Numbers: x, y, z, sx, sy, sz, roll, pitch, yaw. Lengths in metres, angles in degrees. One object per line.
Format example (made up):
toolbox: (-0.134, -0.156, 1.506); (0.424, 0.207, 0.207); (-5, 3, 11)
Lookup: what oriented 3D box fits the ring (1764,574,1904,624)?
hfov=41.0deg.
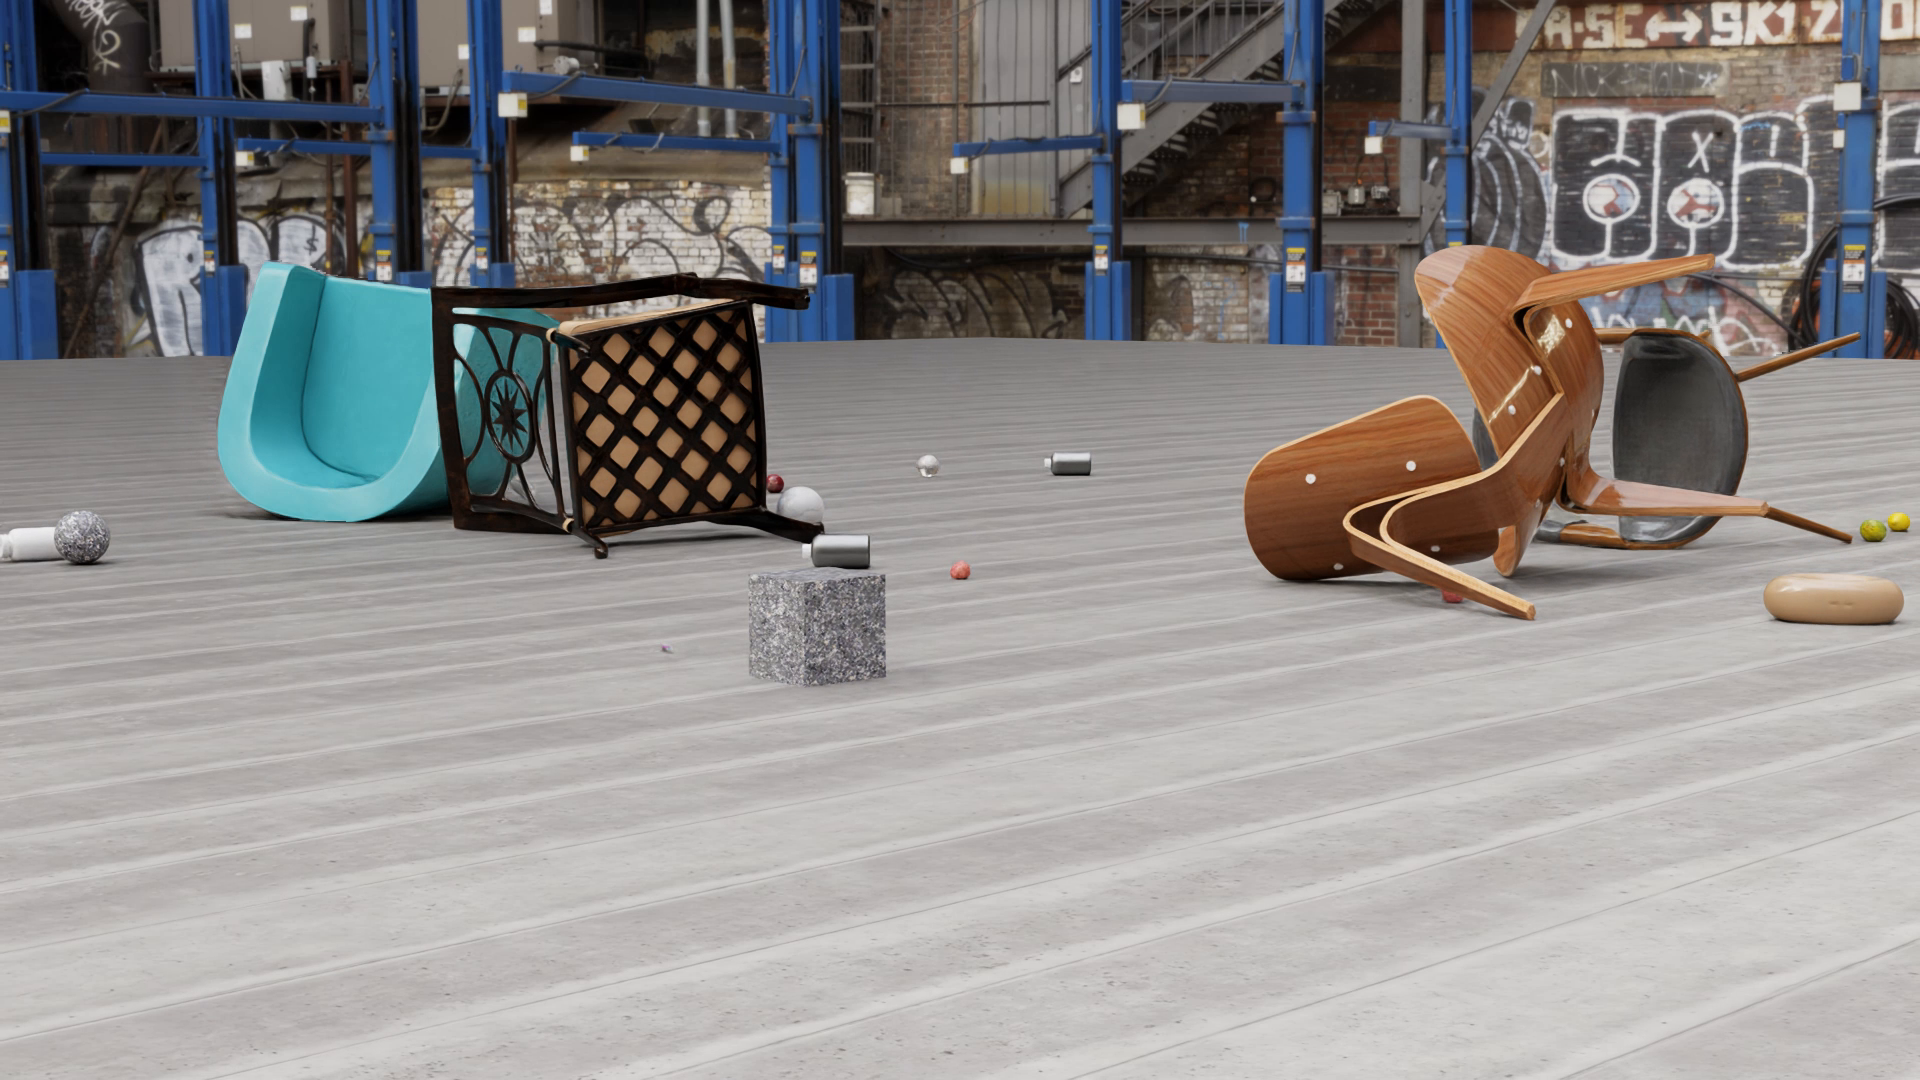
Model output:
ring: (1.669, 0.113, 4.904); (0.260, 0.086, 0.151); (2, 7, 8)

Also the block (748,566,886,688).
block: (-0.235, 0.141, 4.217); (0.167, 0.170, 0.151); (-5, 8, -40)

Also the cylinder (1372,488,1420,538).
cylinder: (1.101, -0.068, 6.471); (0.110, 0.134, 0.089); (2, -26, 14)

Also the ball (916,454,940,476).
ball: (-0.105, -0.244, 8.422); (0.074, 0.074, 0.074); (0, 6, 0)

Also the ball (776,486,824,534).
ball: (-0.407, -0.076, 6.543); (0.124, 0.124, 0.124); (0, 6, 0)

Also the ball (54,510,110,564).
ball: (-2.011, -0.007, 5.877); (0.123, 0.123, 0.123); (0, 6, 0)
